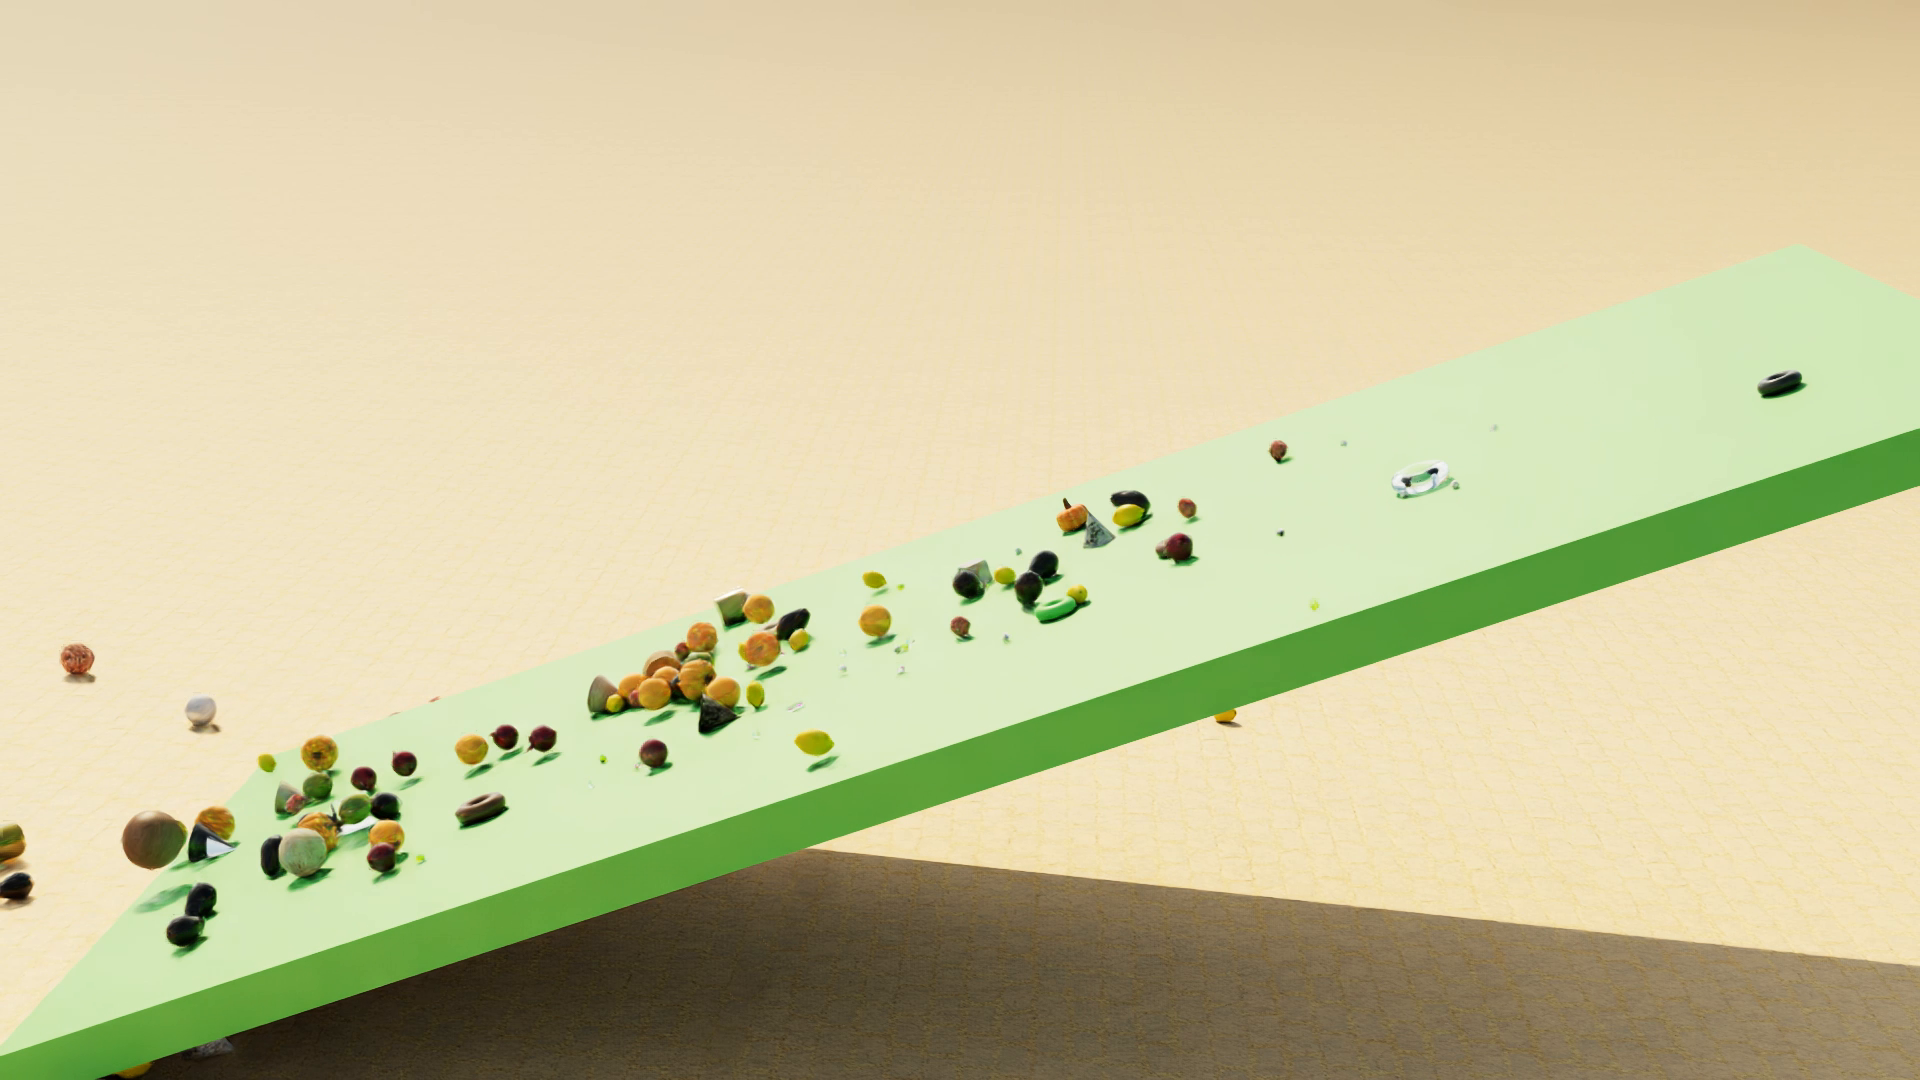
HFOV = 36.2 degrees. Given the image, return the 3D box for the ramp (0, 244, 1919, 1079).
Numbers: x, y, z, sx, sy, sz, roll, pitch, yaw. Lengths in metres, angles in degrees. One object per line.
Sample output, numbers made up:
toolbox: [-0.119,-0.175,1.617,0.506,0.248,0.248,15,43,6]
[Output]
ramp: [0.110,0.179,6.302,4.000,0.100,2.000,-19,11,6]

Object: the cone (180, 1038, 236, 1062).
cone: [-1.469,0.992,5.798,0.098,0.098,0.098,24,-1,-30]

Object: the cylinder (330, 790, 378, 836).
cylinder: [-1.301,0.586,6.314,0.076,0.076,0.076,-21,15,-5]

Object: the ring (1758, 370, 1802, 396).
ring: [1.598,-0.307,5.734,0.089,0.030,0.089,-21,8,3]

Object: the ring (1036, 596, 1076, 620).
ring: [0.195,0.140,6.007,0.087,0.029,0.087,-18,12,4]

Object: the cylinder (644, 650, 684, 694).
cylinder: [-0.663,0.296,6.596,0.084,0.084,0.084,-2,9,-8]

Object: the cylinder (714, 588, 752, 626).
cylinder: [-0.546,0.161,7.079,0.072,0.072,0.072,-22,17,-11]

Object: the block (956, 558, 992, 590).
block: [0.033,0.075,6.543,0.052,0.052,0.052,-24,12,-21]

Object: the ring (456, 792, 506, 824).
ring: [-0.984,0.551,6.042,0.108,0.036,0.108,-18,10,3]

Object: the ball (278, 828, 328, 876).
ball: [-1.356,0.644,6.066,0.100,0.100,0.100,0,12,0]

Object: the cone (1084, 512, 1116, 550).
cone: [0.297,-0.030,6.526,0.077,0.077,0.077,-19,11,4]

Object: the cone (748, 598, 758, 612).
cone: [-0.509,0.163,7.132,0.055,0.055,0.055,10,16,42]

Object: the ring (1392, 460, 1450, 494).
ring: [0.937,-0.128,5.989,0.123,0.041,0.123,-19,12,4]

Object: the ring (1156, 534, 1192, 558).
ring: [0.450,0.012,6.188,0.084,0.028,0.084,-19,12,4]

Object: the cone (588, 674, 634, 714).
cone: [-0.775,0.356,6.610,0.092,0.092,0.092,13,16,18]

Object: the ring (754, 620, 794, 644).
ring: [-0.427,0.212,6.730,0.098,0.033,0.098,-18,12,4]

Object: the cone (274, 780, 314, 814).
cone: [-1.520,0.596,6.750,0.082,0.082,0.082,8,13,2]

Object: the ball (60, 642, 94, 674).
ball: [-2.588,0.348,8.623,0.095,0.095,0.095,0,12,0]

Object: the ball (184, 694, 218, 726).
ball: [-2.089,0.467,8.098,0.087,0.087,0.087,0,12,0]
